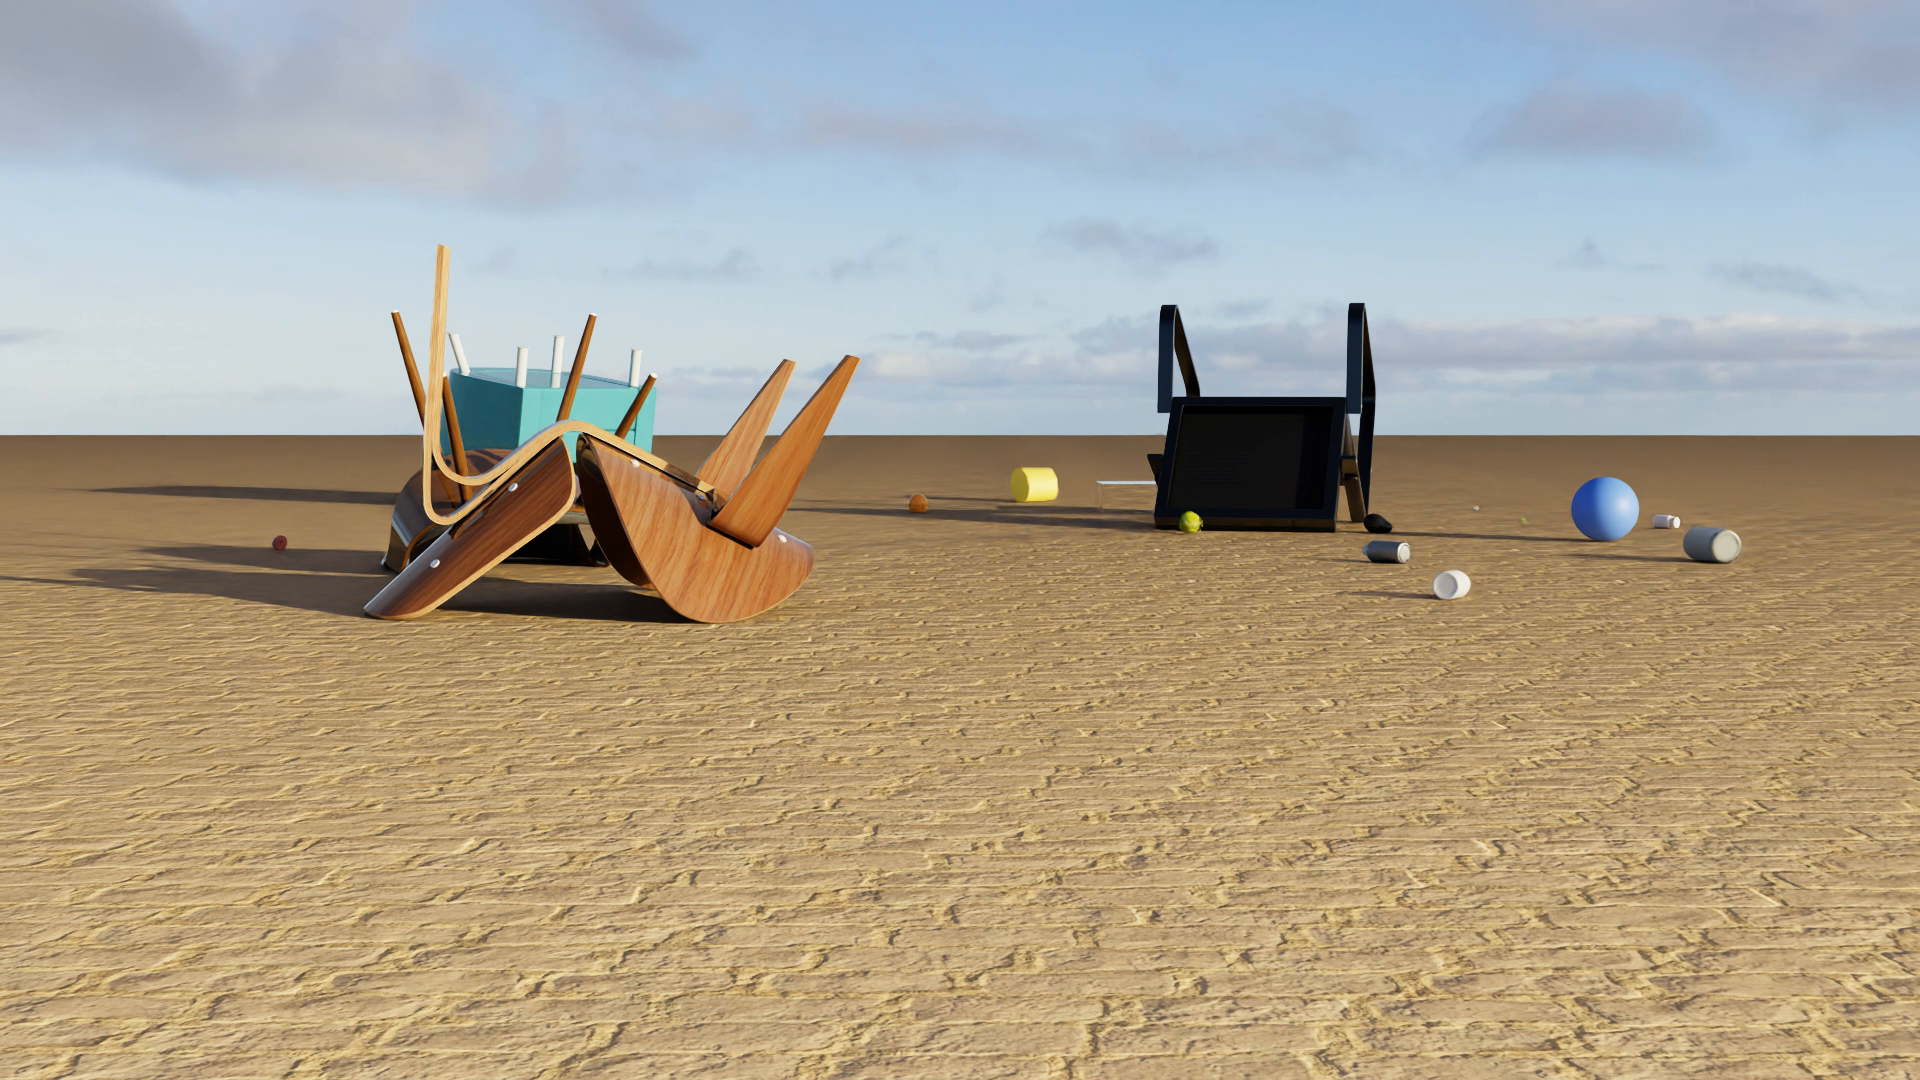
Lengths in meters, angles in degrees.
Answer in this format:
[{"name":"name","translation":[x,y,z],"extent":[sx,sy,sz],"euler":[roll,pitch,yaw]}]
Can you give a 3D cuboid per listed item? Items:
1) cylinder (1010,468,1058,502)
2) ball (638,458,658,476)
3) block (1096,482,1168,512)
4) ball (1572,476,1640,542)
[{"name":"cylinder","translation":[0.296,-0.220,8.759],"extent":[0.136,0.129,0.147],"euler":[-2,45,-31]},{"name":"ball","translation":[-1.595,-0.371,11.229],"extent":[0.099,0.099,0.099],"euler":[0,4,0]},{"name":"block","translation":[0.630,-0.159,8.099],"extent":[0.236,0.105,0.224],"euler":[0,4,-3]},{"name":"ball","translation":[1.900,-0.091,6.475],"extent":[0.192,0.192,0.192],"euler":[0,4,0]}]
